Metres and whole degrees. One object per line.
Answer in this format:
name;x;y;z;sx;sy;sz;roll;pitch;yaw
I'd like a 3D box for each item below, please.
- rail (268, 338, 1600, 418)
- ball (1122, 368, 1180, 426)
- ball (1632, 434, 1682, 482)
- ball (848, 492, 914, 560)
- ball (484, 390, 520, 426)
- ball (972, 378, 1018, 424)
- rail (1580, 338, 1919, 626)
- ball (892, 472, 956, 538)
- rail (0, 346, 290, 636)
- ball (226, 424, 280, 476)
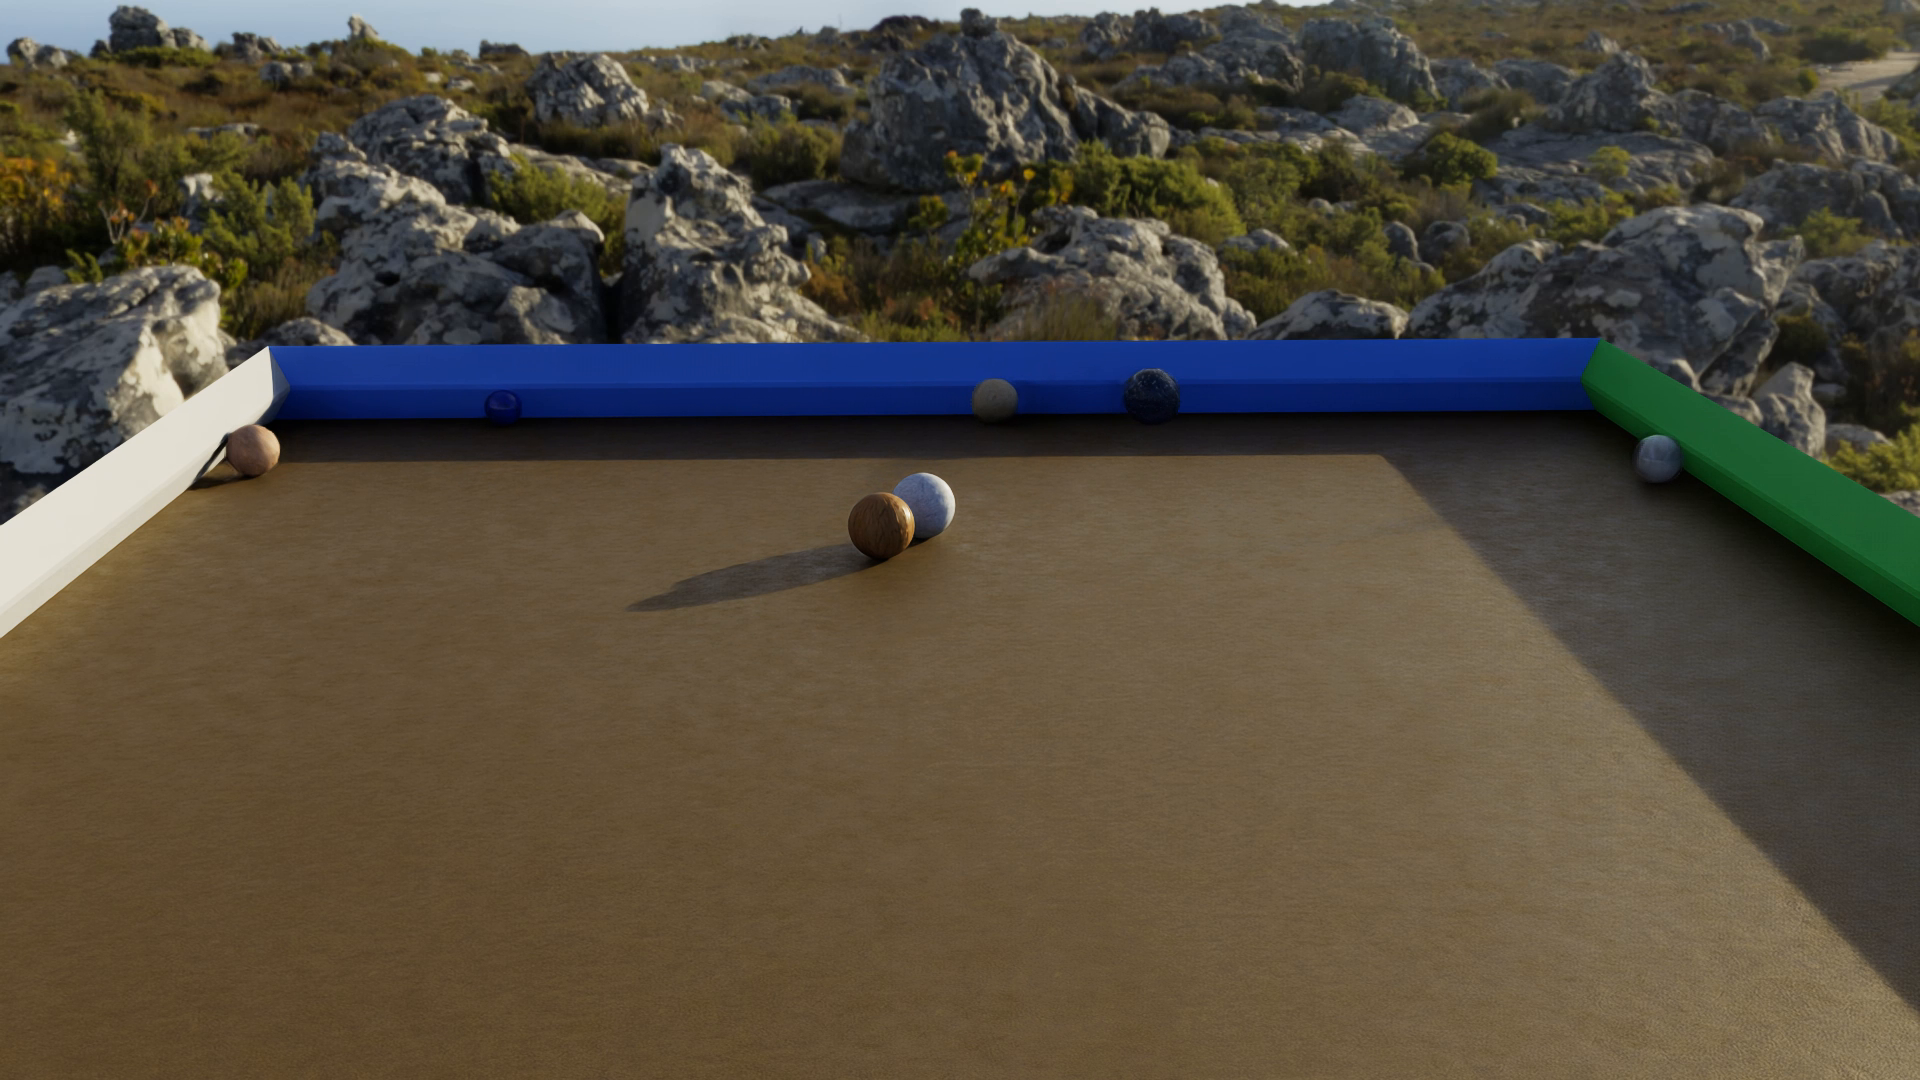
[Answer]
rail;-0.032;-0.269;3.713;2.258;0.123;0.045;-1;15;-2
ball;0.318;-0.239;3.662;0.095;0.095;0.095;0;15;0
ball;1.040;-0.121;3.281;0.071;0.071;0.071;0;15;0
ball;-0.103;-0.019;2.879;0.088;0.088;0.088;0;15;0
ball;-0.761;-0.220;3.660;0.060;0.060;0.060;0;15;0
ball;0.060;-0.232;3.669;0.077;0.077;0.077;0;15;0
rail;1.137;0.221;1.939;0.045;0.123;3.805;-1;15;-2
ball;-0.051;-0.046;2.975;0.089;0.089;0.089;0;15;0
rail;-1.073;0.241;1.867;0.045;0.123;3.805;-1;15;-2
ball;-1.068;-0.136;3.320;0.078;0.078;0.078;0;15;0
